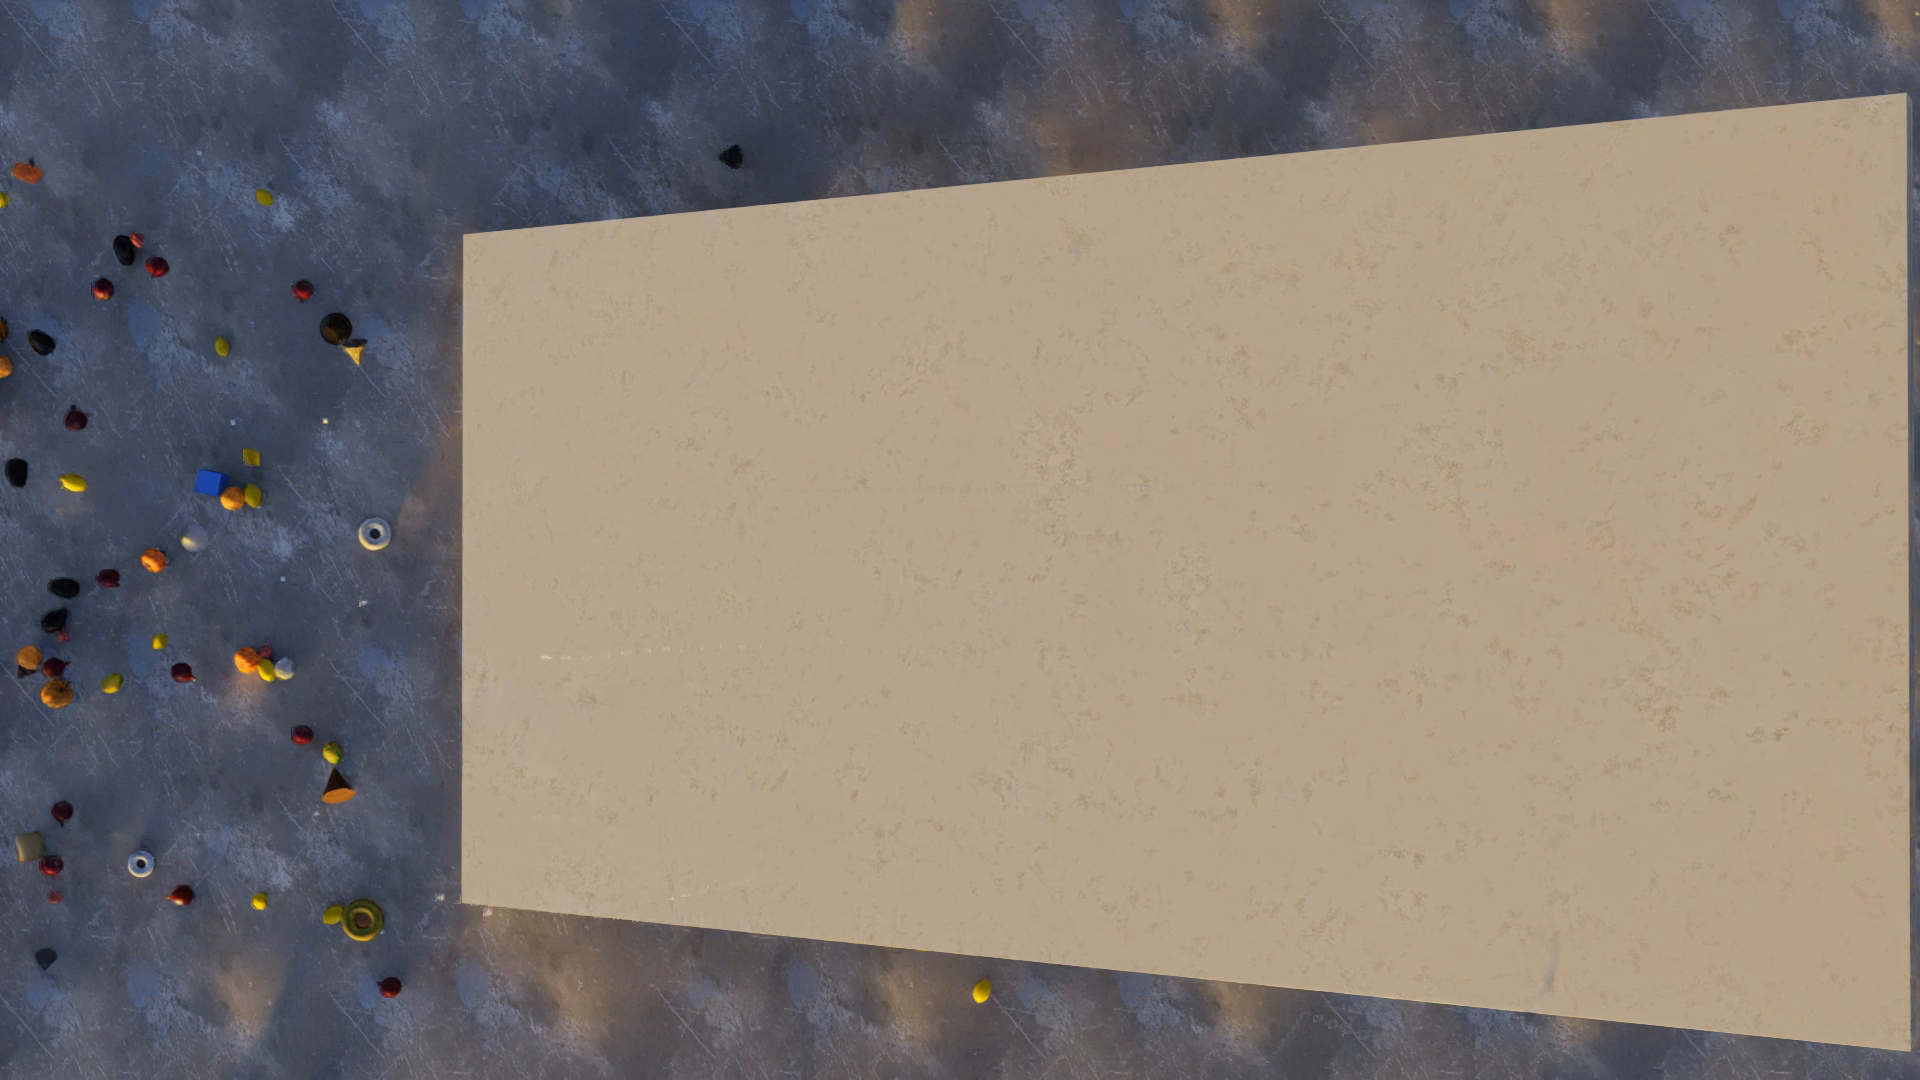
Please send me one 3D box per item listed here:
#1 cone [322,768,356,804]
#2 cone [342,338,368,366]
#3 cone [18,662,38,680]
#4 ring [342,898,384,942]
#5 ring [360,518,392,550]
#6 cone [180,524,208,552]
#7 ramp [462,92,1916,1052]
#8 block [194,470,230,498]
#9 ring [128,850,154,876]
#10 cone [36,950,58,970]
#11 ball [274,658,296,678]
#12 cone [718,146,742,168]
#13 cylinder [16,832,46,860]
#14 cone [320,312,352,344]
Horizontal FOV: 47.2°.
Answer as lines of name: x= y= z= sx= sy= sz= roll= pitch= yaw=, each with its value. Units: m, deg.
cone: x=-1.883 y=0.729 z=6.639 sx=0.098 sy=0.098 sz=0.098 roll=-18 pitch=63 yaw=0
cone: x=-1.826 y=-0.561 z=6.657 sx=0.075 sy=0.075 sz=0.075 roll=-4 pitch=116 yaw=0
cone: x=-2.818 y=0.397 z=6.652 sx=0.054 sy=0.054 sz=0.054 roll=3 pitch=89 yaw=-27
ring: x=-1.802 y=1.147 z=6.637 sx=0.128 sy=0.043 sz=0.128 roll=0 pitch=90 yaw=-1
ring: x=-1.769 y=-0.019 z=6.653 sx=0.098 sy=0.033 sz=0.098 roll=0 pitch=90 yaw=-1
cone: x=-2.323 y=-0.007 z=6.626 sx=0.085 sy=0.085 sz=0.085 roll=0 pitch=89 yaw=0
ramp: x=0.270 y=0.075 z=5.628 sx=4.000 sy=0.100 sz=2.000 roll=0 pitch=89 yaw=30
block: x=-2.258 y=-0.172 z=6.636 sx=0.069 sy=0.069 sz=0.069 roll=13 pitch=89 yaw=0
ring: x=-2.475 y=0.979 z=6.646 sx=0.081 sy=0.027 sz=0.081 roll=0 pitch=91 yaw=0
cone: x=-2.763 y=1.282 z=6.642 sx=0.062 sy=0.062 sz=0.062 roll=21 pitch=116 yaw=0
ball: x=-2.035 y=0.388 z=6.633 sx=0.062 sy=0.062 sz=0.062 roll=0 pitch=89 yaw=0
cone: x=-0.708 y=-1.164 z=6.665 sx=0.067 sy=0.067 sz=0.067 roll=7 pitch=89 yaw=27
cylinder: x=-2.800 y=0.922 z=6.622 sx=0.074 sy=0.074 sz=0.074 roll=-10 pitch=89 yaw=0
cone: x=-1.894 y=-0.642 z=6.626 sx=0.098 sy=0.098 sz=0.098 roll=0 pitch=89 yaw=0
